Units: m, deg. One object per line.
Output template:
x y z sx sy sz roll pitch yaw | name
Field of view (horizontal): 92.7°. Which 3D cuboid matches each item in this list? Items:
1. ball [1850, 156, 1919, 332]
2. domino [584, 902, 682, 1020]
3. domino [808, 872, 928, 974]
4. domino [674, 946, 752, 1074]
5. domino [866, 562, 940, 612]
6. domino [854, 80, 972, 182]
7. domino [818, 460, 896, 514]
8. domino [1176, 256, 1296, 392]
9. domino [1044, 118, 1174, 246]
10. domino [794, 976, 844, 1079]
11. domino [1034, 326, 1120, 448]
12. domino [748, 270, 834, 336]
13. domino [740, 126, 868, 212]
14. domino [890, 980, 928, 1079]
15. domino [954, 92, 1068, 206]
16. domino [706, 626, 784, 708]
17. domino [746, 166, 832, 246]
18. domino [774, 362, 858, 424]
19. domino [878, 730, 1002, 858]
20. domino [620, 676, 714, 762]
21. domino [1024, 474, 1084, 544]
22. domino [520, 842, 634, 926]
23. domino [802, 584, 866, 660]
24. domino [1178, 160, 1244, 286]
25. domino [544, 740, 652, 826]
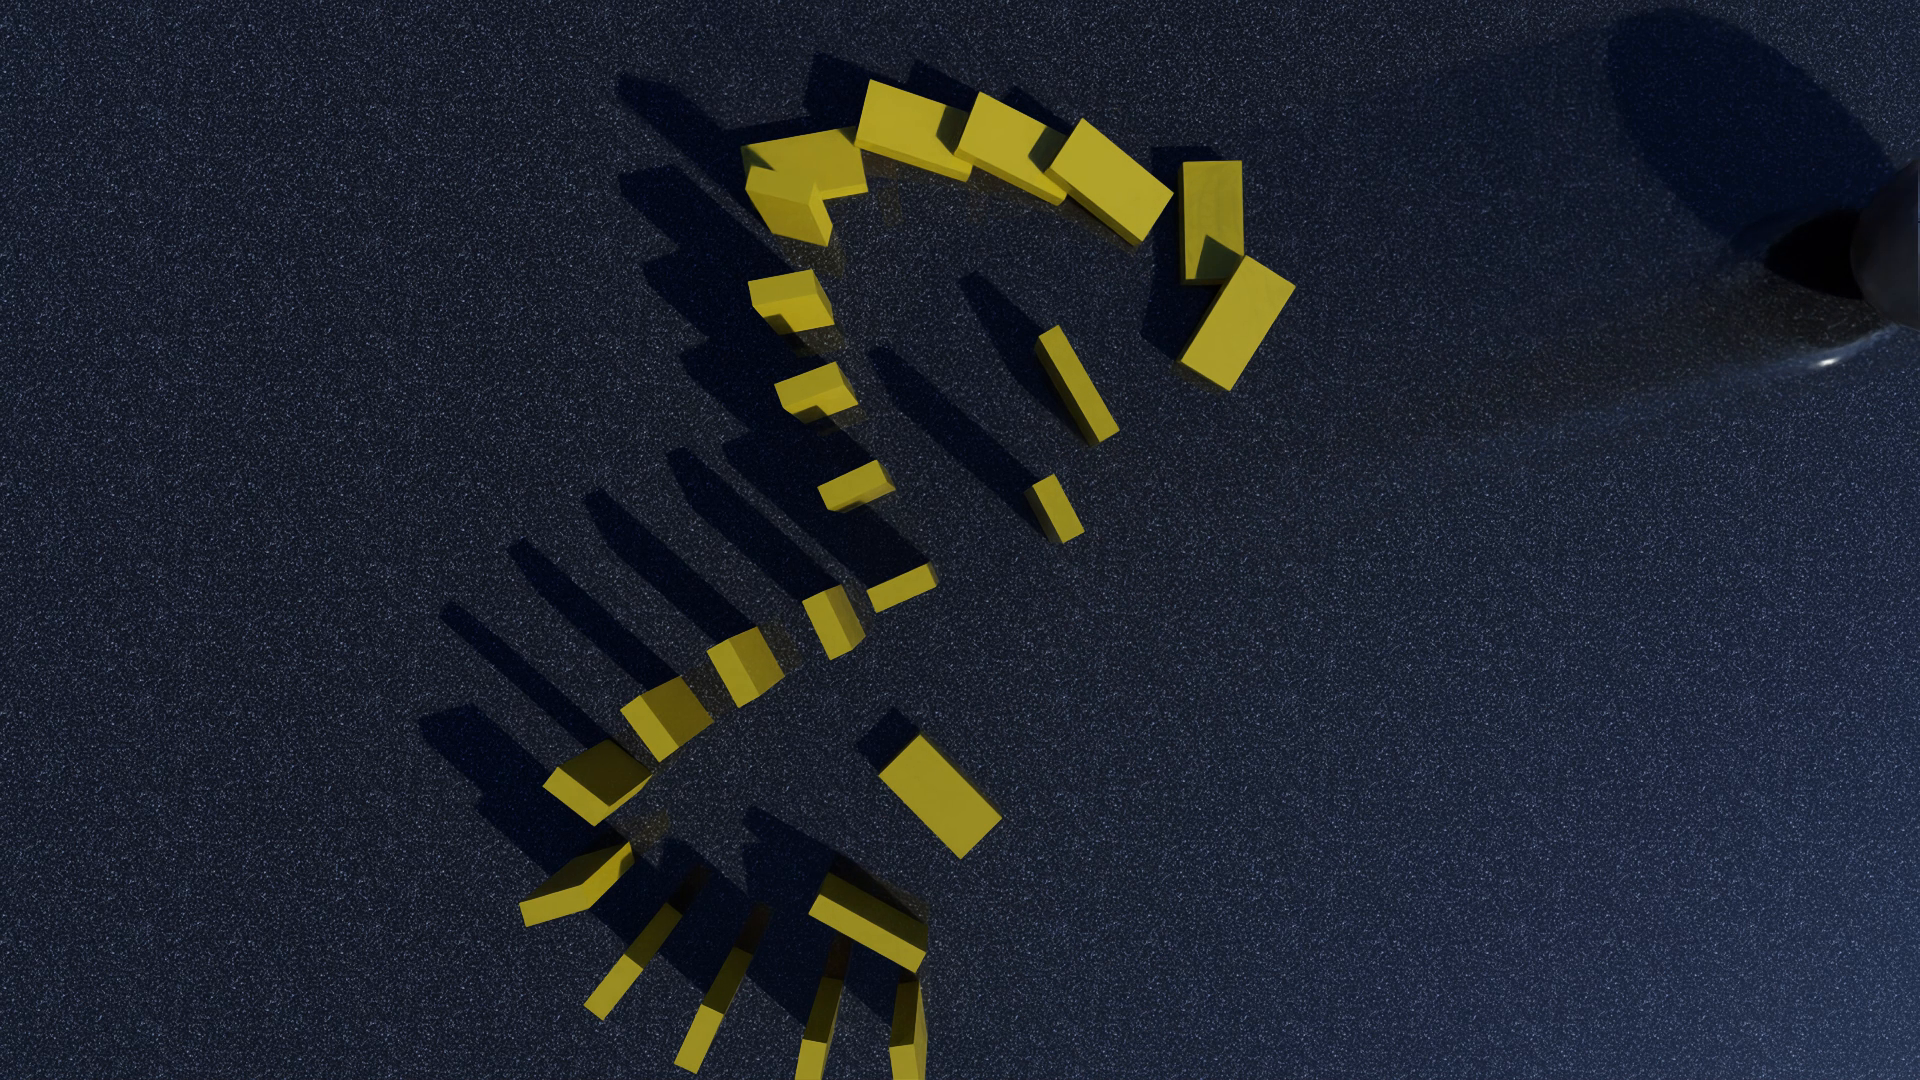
0.405 -0.120 0.360 0.080 0.080 0.080 0 90 0 | ball
-0.132 0.171 0.375 0.009 0.050 0.025 38 90 0 | domino
-0.038 0.161 0.388 0.050 0.025 0.009 29 90 0 | domino
-0.100 0.191 0.375 0.009 0.050 0.025 25 90 0 | domino
-0.022 0.019 0.375 0.025 0.050 0.009 -24 90 0 | domino
-0.017 -0.174 0.390 0.050 0.009 0.025 14 90 -12 | domino
-0.041 -0.021 0.375 0.025 0.050 0.009 -25 90 0 | domino
0.117 -0.092 0.390 0.025 0.010 0.050 30 100 -6 | domino
0.063 -0.151 0.389 0.050 0.010 0.025 34 88 -13 | domino
-0.058 0.204 0.375 0.010 0.050 0.025 11 90 0 | domino
0.049 -0.064 0.388 0.009 0.025 0.050 -30 90 0 | domino
-0.068 -0.096 0.375 0.025 0.050 0.009 -11 90 0 | domino
-0.067 -0.160 0.395 0.050 0.010 0.025 -10 90 0 | domino
-0.021 0.206 0.375 0.010 0.050 0.025 -8 90 0 | domino
0.025 -0.166 0.390 0.050 0.009 0.025 21 90 -13 | domino
-0.087 0.051 0.375 0.010 0.050 0.025 -29 90 0 | domino
-0.069 -0.136 0.375 0.025 0.050 0.009 14 90 0 | domino
-0.058 -0.059 0.375 0.025 0.050 0.010 -20 90 0 | domino
-0.008 0.110 0.395 0.025 0.010 0.050 -44 90 0 | domino
-0.119 0.072 0.375 0.009 0.050 0.025 -37 90 0 | domino
0.038 -0.012 0.375 0.010 0.050 0.025 -28 90 0 | domino
-0.155 0.140 0.375 0.025 0.050 0.010 -16 90 0 | domino
-0.051 0.033 0.375 0.010 0.050 0.025 -26 90 0 | domino
0.108 -0.136 0.395 0.025 0.009 0.050 -1 90 0 | domino
-0.147 0.098 0.375 0.025 0.050 0.010 38 90 0 | domino
